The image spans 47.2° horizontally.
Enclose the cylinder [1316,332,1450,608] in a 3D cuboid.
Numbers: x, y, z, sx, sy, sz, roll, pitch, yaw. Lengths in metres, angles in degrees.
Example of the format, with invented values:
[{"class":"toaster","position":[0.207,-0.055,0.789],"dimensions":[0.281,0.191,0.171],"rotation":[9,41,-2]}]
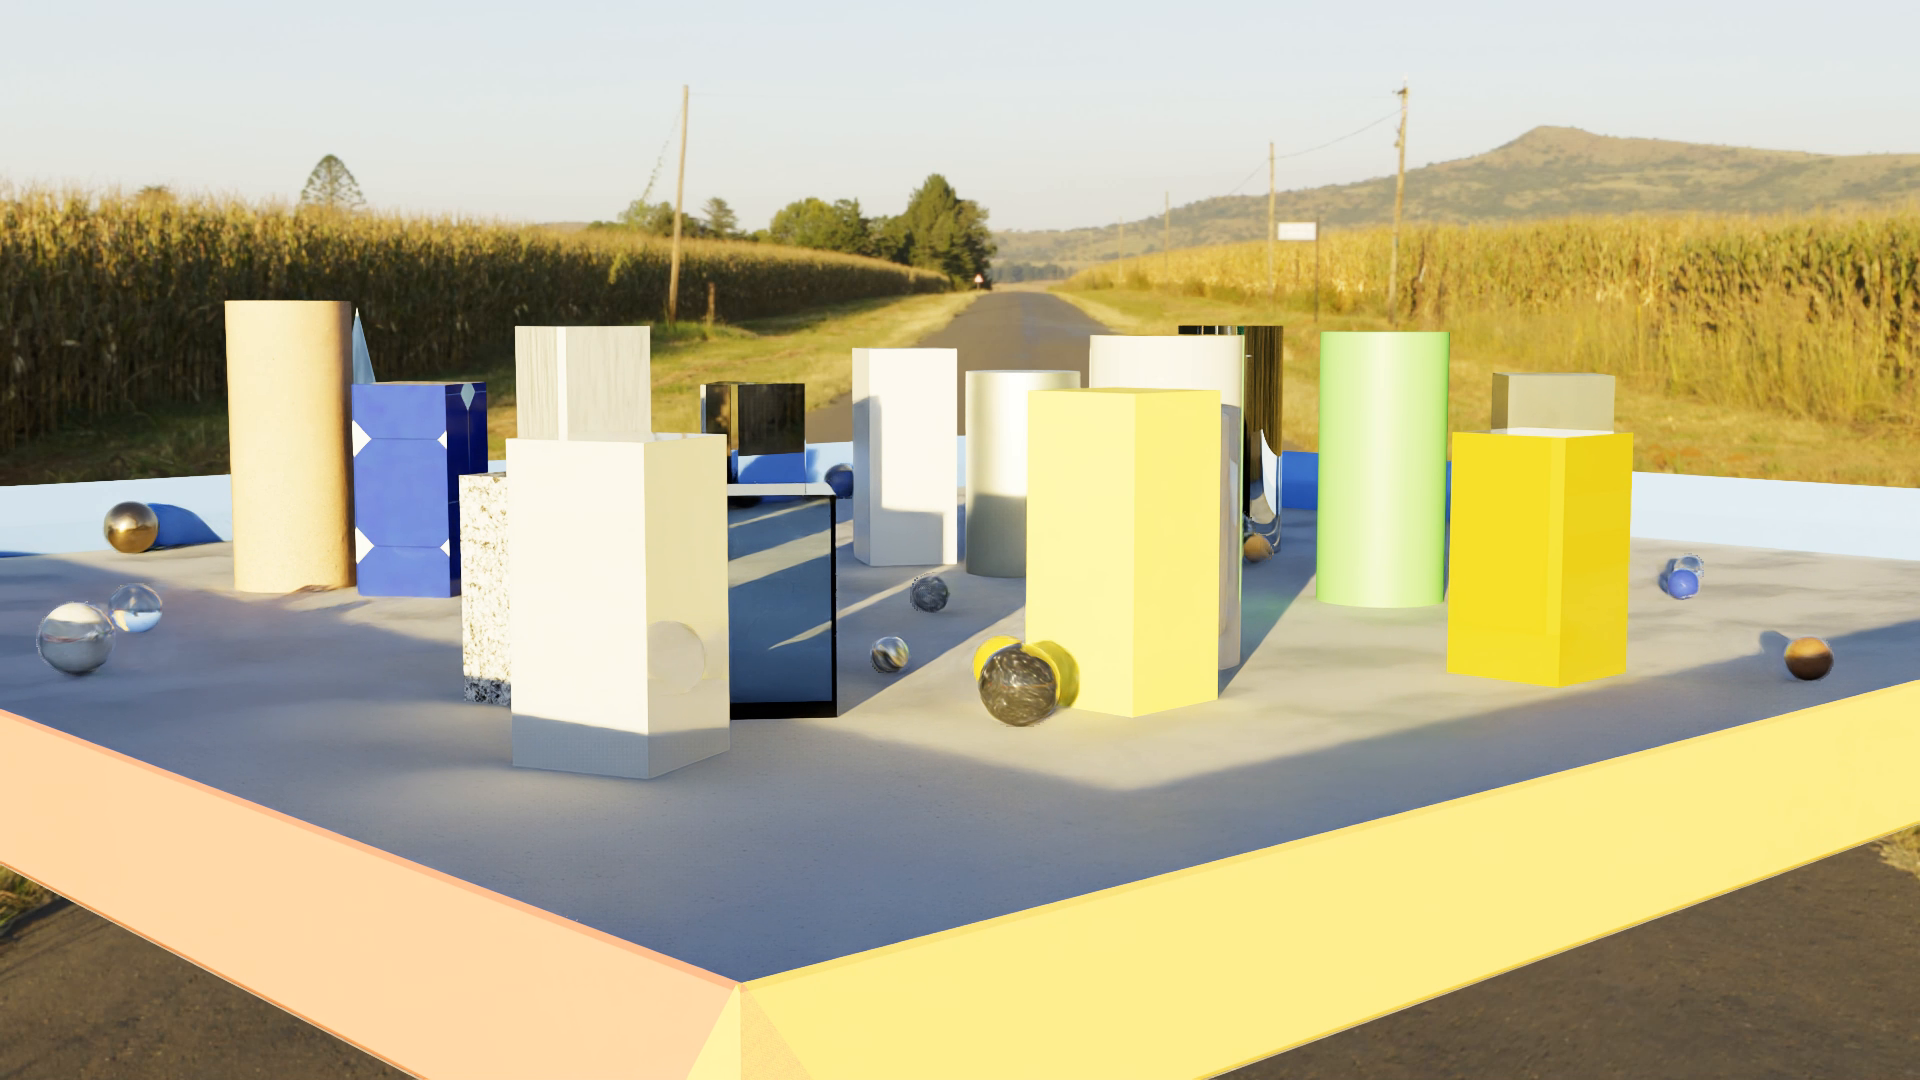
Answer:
[{"class":"cylinder","position":[0.646,-0.113,3.366],"dimensions":[0.193,0.410,0.193],"rotation":[0,6,0]}]

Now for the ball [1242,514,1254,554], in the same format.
[{"class":"ball","position":[0.478,-0.011,3.926],"dimensions":[0.091,0.091,0.091],"rotation":[0,6,0]}]

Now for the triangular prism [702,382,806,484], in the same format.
[{"class":"triangular prism","position":[-0.345,-0.080,3.432],"dimensions":[0.167,0.331,0.145],"rotation":[-3,7,-26]}]

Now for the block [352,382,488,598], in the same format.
[{"class":"block","position":[-0.848,-0.083,3.472],"dimensions":[0.155,0.328,0.155],"rotation":[1,6,11]}]

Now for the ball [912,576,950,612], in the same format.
[{"class":"ball","position":[-0.043,0.080,3.235],"dimensions":[0.055,0.055,0.055],"rotation":[0,6,0]}]

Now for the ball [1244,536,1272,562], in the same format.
[{"class":"ball","position":[0.524,0.016,3.873],"dimensions":[0.048,0.048,0.048],"rotation":[0,6,0]}]

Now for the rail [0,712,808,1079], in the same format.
[{"class":"rail","position":[-1.186,0.147,2.243],"dimensions":[0.045,0.126,3.245],"rotation":[-6,8,-42]}]

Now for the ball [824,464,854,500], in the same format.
[{"class":"ball","position":[-0.280,-0.137,5.161],"dimensions":[0.083,0.083,0.083],"rotation":[0,6,0]}]

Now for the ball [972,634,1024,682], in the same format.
[{"class":"ball","position":[0.050,0.145,2.533],"dimensions":[0.072,0.072,0.072],"rotation":[0,6,0]}]

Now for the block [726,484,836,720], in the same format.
[{"class":"block","position":[-0.220,0.065,2.459],"dimensions":[0.155,0.245,0.155],"rotation":[-1,6,-6]}]

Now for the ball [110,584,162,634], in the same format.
[{"class":"ball","position":[-1.134,0.095,3.026],"dimensions":[0.068,0.068,0.068],"rotation":[0,6,0]}]

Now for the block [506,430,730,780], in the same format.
[{"class":"block","position":[-0.335,0.058,2.174],"dimensions":[0.155,0.320,0.155],"rotation":[3,7,24]}]

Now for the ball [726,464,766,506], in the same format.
[{"class":"ball","position":[-0.483,-0.122,4.961],"dimensions":[0.095,0.095,0.095],"rotation":[0,6,0]}]

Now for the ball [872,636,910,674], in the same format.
[{"class":"ball","position":[-0.085,0.141,2.696],"dimensions":[0.046,0.046,0.046],"rotation":[0,6,0]}]

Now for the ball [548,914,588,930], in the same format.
[{"class":"ball","position":[-0.251,0.267,1.324],"dimensions":[0.082,0.082,0.082],"rotation":[0,6,0]}]

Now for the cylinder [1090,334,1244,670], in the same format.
[{"class":"cylinder","position":[0.259,-0.052,2.774],"dimensions":[0.193,0.412,0.193],"rotation":[0,6,0]}]

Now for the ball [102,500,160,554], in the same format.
[{"class":"ball","position":[-1.513,-0.023,4.015],"dimensions":[0.097,0.097,0.097],"rotation":[0,6,0]}]

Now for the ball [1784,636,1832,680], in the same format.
[{"class":"ball","position":[1.019,0.142,2.643],"dimensions":[0.054,0.054,0.054],"rotation":[0,6,0]}]

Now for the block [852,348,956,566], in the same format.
[{"class":"block","position":[-0.099,-0.151,3.897],"dimensions":[0.155,0.375,0.155],"rotation":[-1,6,-14]}]

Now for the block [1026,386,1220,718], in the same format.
[{"class":"block","position":[0.185,0.007,2.496],"dimensions":[0.155,0.353,0.155],"rotation":[6,8,43]}]

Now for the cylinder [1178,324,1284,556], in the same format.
[{"class":"cylinder","position":[0.497,-0.187,4.053],"dimensions":[0.193,0.415,0.193],"rotation":[0,6,0]}]

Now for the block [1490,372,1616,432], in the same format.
[{"class":"block","position":[0.898,-0.079,3.353],"dimensions":[0.155,0.346,0.155],"rotation":[0,6,5]}]

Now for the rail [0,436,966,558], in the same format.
[{"class":"rail","position":[-1.084,-0.090,4.501],"dimensions":[3.276,0.126,0.045],"rotation":[-6,8,-42]}]

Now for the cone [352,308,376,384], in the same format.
[{"class":"cone","position":[-1.040,-0.179,3.818],"dimensions":[0.193,0.447,0.193],"rotation":[0,6,0]}]

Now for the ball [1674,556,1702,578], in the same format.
[{"class":"ball","position":[1.191,0.047,3.595],"dimensions":[0.044,0.044,0.044],"rotation":[0,6,0]}]

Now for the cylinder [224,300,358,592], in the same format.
[{"class":"cylinder","position":[-1.072,-0.154,3.533],"dimensions":[0.193,0.457,0.193],"rotation":[0,6,0]}]

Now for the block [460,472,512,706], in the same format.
[{"class":"block","position":[-0.460,0.052,2.524],"dimensions":[0.155,0.258,0.155],"rotation":[3,7,30]}]

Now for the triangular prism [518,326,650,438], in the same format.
[{"class":"triangular prism","position":[-0.500,-0.057,2.778],"dimensions":[0.145,0.423,0.167],"rotation":[4,7,31]}]

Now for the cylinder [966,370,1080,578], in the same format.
[{"class":"cylinder","position":[0.106,-0.115,3.725],"dimensions":[0.193,0.340,0.193],"rotation":[0,6,0]}]

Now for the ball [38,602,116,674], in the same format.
[{"class":"ball","position":[-1.080,0.120,2.690],"dimensions":[0.088,0.088,0.088],"rotation":[0,6,0]}]

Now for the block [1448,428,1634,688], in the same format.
[{"class":"block","position":[0.708,0.016,2.688],"dimensions":[0.155,0.295,0.155],"rotation":[-6,8,-44]}]

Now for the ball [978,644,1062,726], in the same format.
[{"class":"ball","position":[0.064,0.155,2.355],"dimensions":[0.089,0.089,0.089],"rotation":[0,6,0]}]

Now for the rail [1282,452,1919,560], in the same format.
[{"class":"rail","position":[1.186,-0.082,4.421],"dimensions":[0.045,0.126,3.245],"rotation":[-6,8,-42]}]

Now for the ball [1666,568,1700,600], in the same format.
[{"class":"ball","position":[1.110,0.068,3.377],"dimensions":[0.048,0.048,0.048],"rotation":[0,6,0]}]

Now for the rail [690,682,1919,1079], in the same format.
[{"class":"rail","position":[1.084,0.155,2.164],"dimensions":[3.276,0.126,0.045],"rotation":[-6,8,-42]}]
